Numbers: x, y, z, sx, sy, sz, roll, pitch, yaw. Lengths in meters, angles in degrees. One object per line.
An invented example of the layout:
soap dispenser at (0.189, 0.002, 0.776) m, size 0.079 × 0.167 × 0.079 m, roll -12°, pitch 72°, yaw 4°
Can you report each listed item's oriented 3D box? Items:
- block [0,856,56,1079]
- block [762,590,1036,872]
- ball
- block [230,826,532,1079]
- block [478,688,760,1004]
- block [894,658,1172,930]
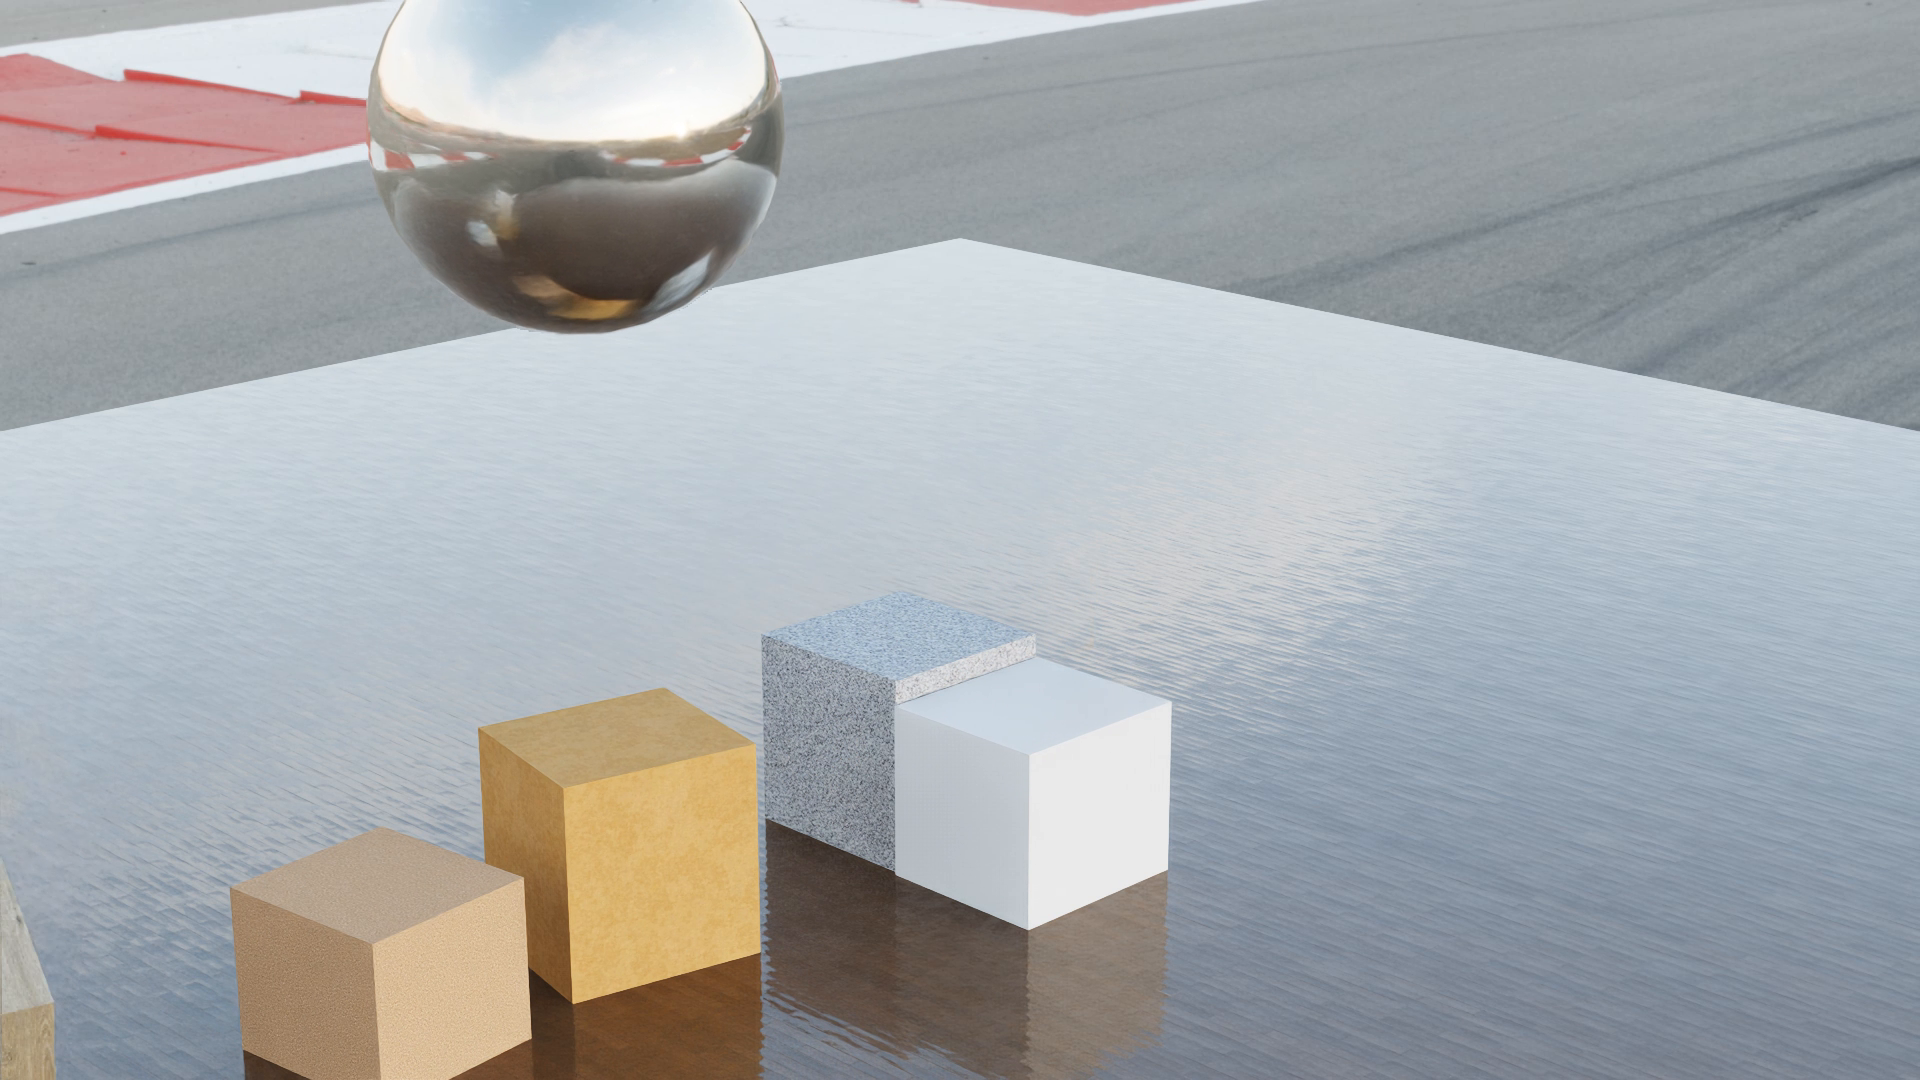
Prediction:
block at (-3.444, 1.600, 9.667) m, size 0.735 × 0.705 × 0.685 m, roll -11°, pitch 45°, yaw -27°
block at (-0.290, 0.889, 13.957) m, size 0.913 × 0.935 × 0.915 m, roll 17°, pitch 24°, yaw 42°
ball at (-1.475, -1.592, 11.295) m, size 1.600 × 1.600 × 1.600 m, roll 0°, pitch 17°, yaw 0°
block at (-2.315, 1.699, 11.755) m, size 0.845 × 0.710 × 0.786 m, roll 13°, pitch 22°, yaw 36°
block at (-1.464, 1.293, 12.619) m, size 0.898 × 0.967 × 0.824 m, roll -11°, pitch 21°, yaw -32°
block at (0.331, 1.134, 13.360) m, size 0.930 × 0.826 × 0.843 m, roll -17°, pitch 24°, yaw -42°
